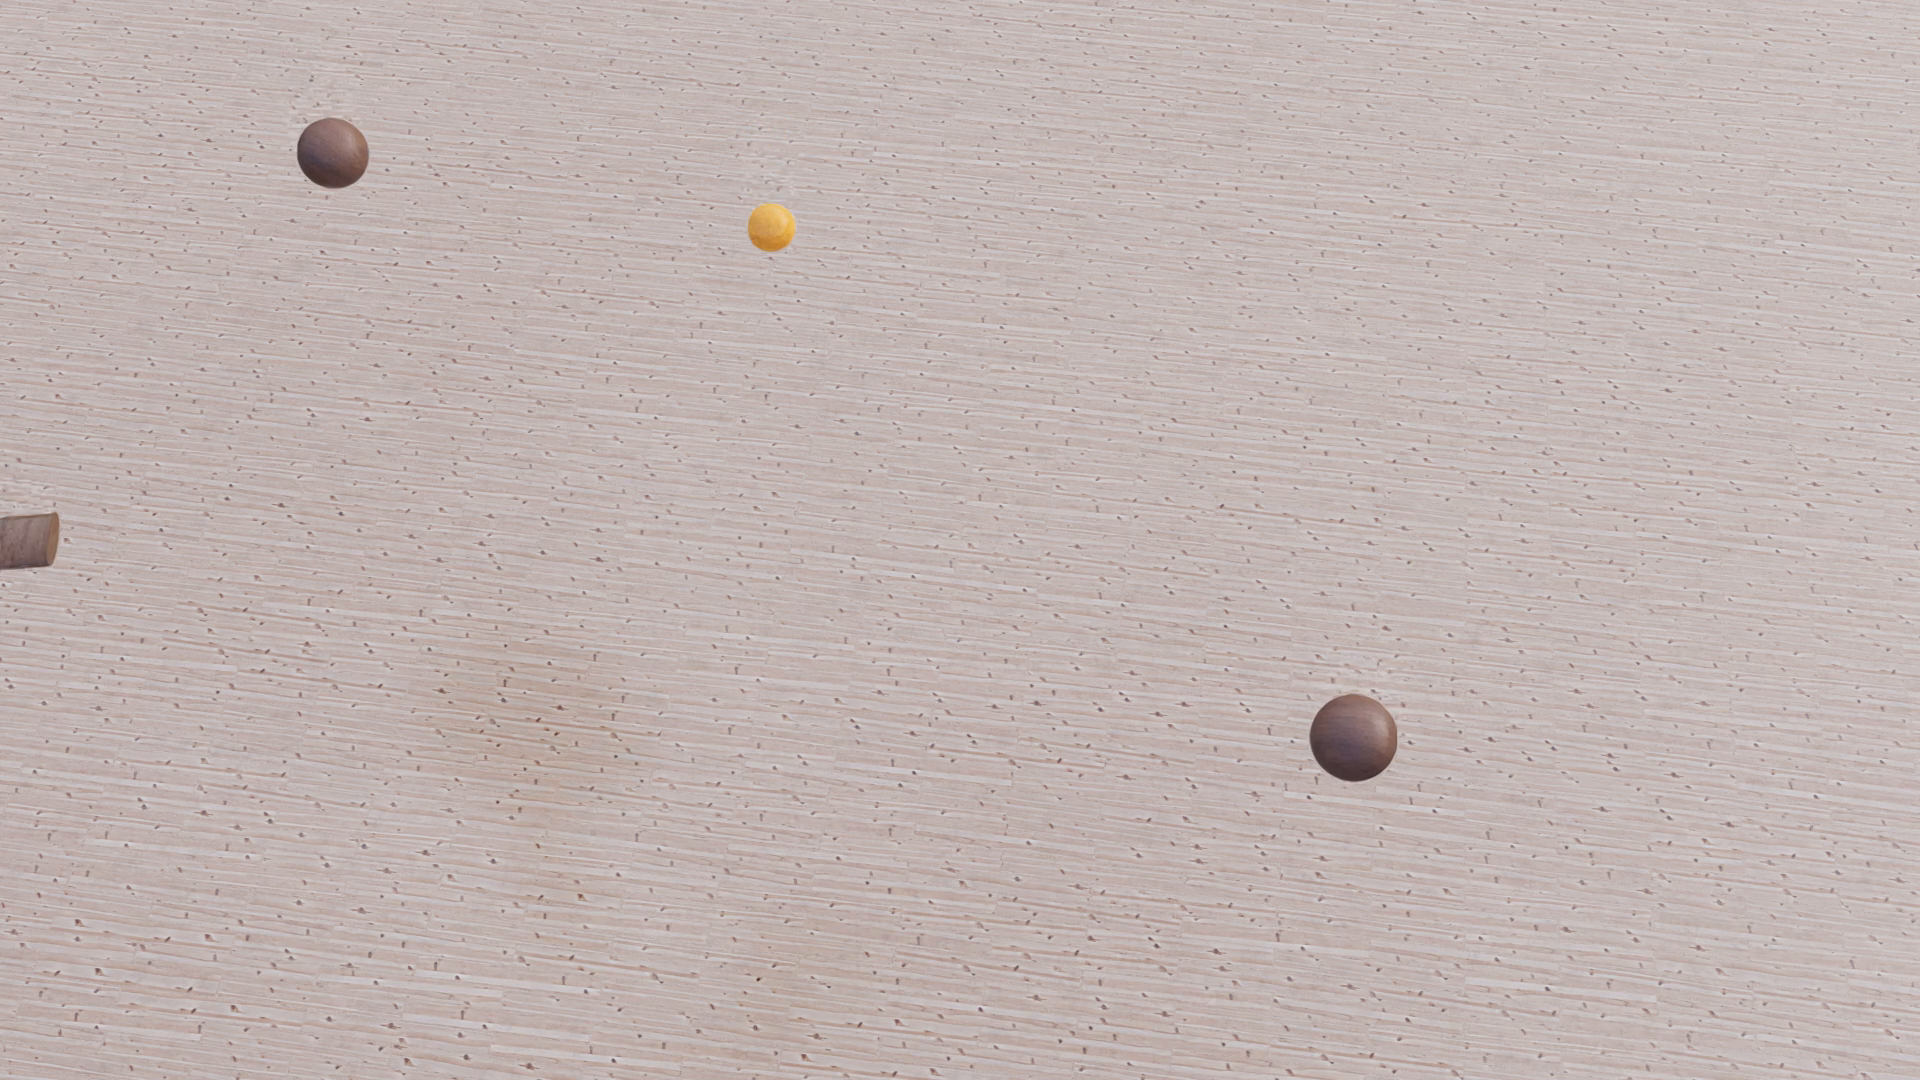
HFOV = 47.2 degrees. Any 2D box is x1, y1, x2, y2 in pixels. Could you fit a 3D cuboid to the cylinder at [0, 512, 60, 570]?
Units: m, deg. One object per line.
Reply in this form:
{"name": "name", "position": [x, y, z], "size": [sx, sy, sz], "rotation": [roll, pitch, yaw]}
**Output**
{"name": "cylinder", "position": [-1.771, 0.004, 4.140], "size": [0.125, 0.048, 0.122], "rotation": [-5, 54, -3]}
